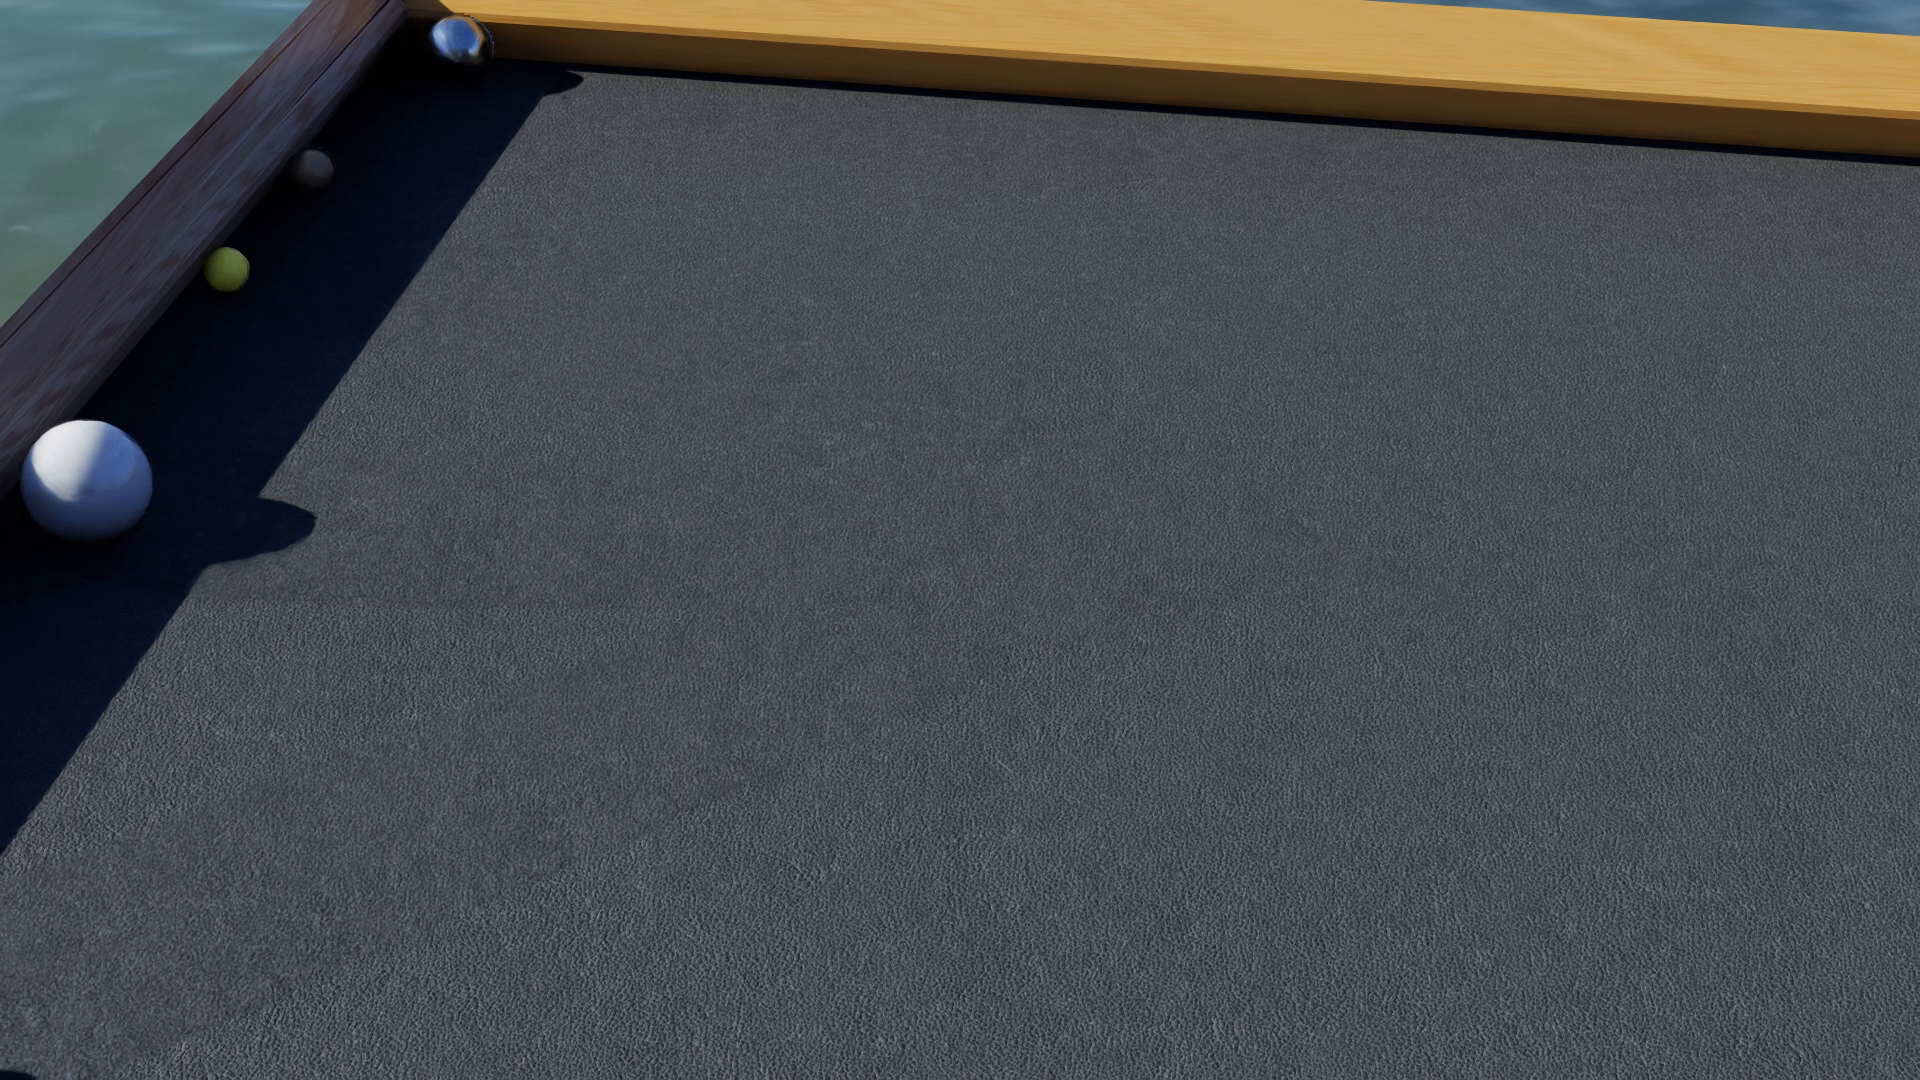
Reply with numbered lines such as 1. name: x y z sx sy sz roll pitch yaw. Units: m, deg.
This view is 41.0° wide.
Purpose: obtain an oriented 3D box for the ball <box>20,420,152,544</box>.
1. ball: -0.686 -0.045 2.015 0.099 0.099 0.099 0 34 0

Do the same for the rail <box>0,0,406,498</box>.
1. rail: -0.752 -0.100 2.068 0.045 0.128 1.764 5 35 8

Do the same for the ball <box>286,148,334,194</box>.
1. ball: -0.640 -0.363 2.526 0.046 0.046 0.046 0 34 0

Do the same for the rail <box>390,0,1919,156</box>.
1. rail: 0.917 -0.434 2.555 3.144 0.128 0.045 5 35 8

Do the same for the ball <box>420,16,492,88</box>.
1. ball: -0.535 -0.519 2.727 0.076 0.076 0.076 0 34 0

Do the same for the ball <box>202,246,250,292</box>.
1. ball: -0.675 -0.249 2.362 0.042 0.042 0.042 0 34 0
